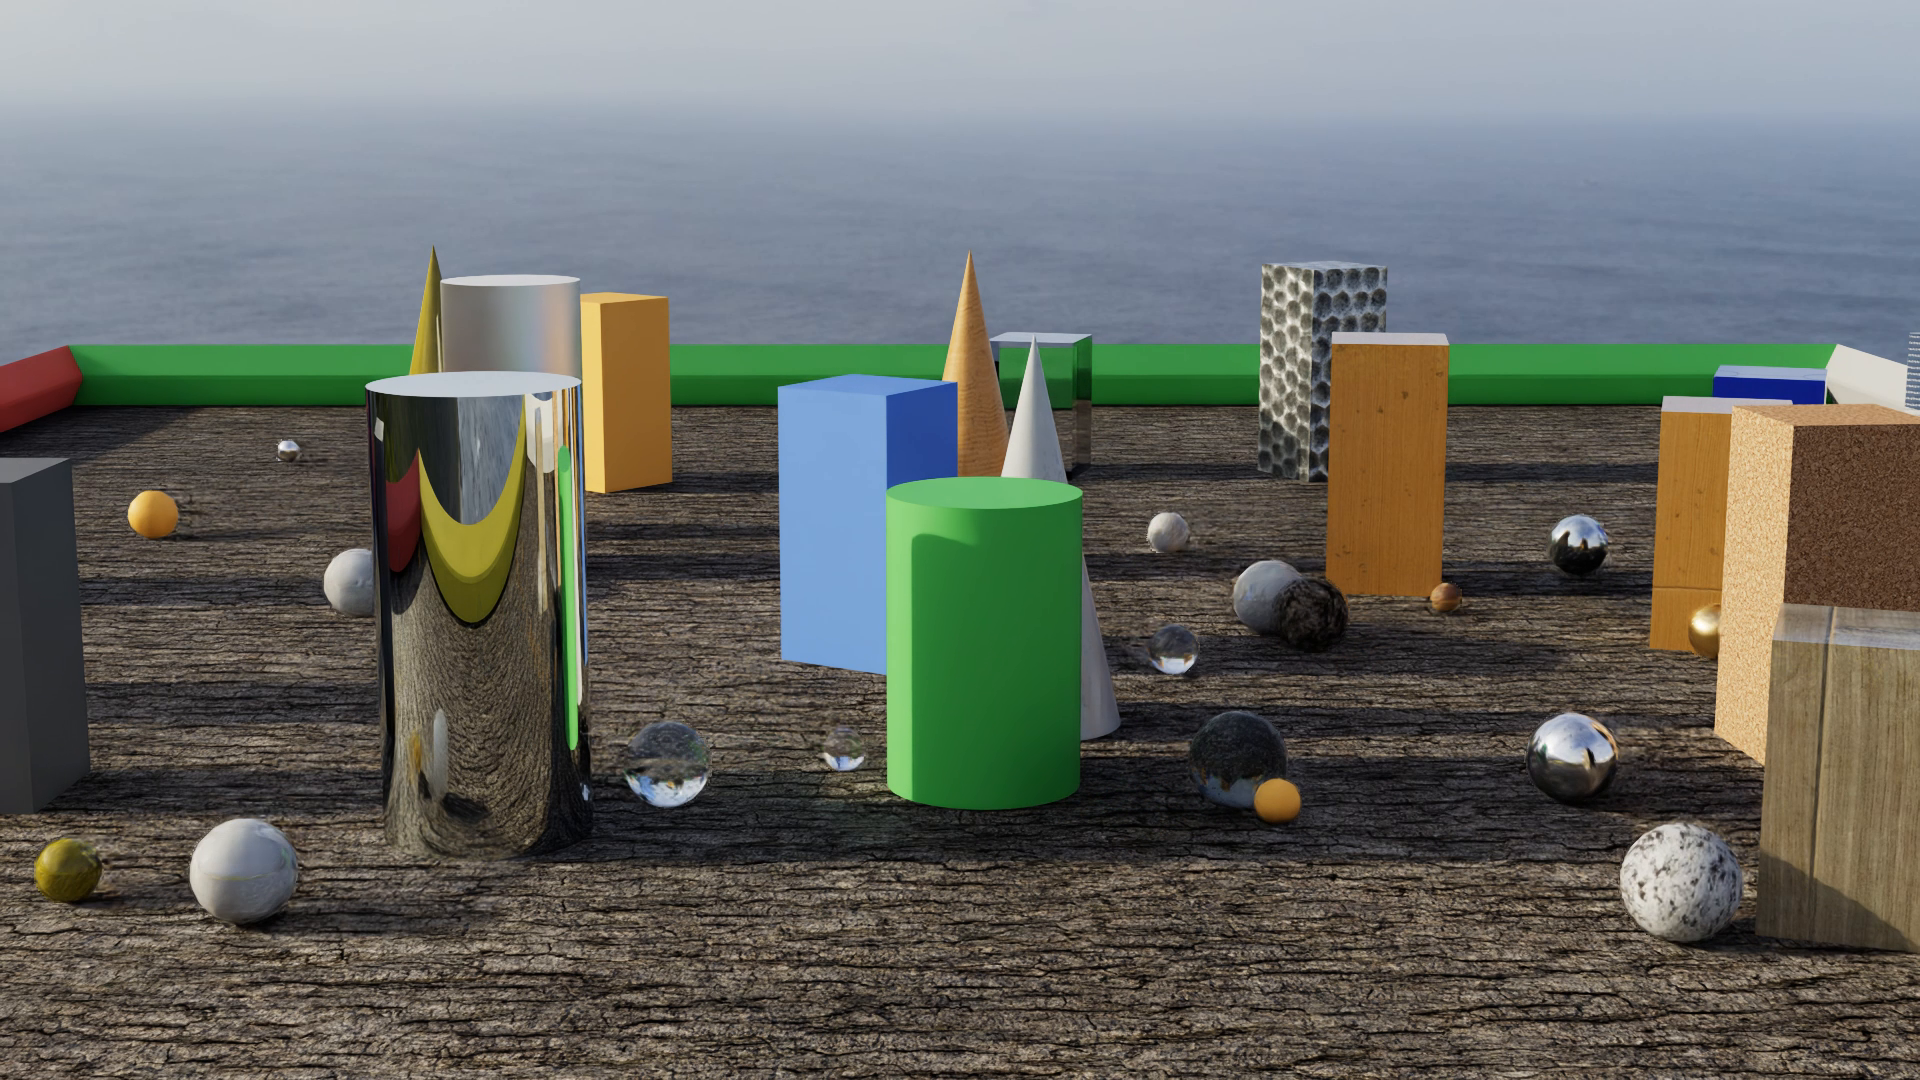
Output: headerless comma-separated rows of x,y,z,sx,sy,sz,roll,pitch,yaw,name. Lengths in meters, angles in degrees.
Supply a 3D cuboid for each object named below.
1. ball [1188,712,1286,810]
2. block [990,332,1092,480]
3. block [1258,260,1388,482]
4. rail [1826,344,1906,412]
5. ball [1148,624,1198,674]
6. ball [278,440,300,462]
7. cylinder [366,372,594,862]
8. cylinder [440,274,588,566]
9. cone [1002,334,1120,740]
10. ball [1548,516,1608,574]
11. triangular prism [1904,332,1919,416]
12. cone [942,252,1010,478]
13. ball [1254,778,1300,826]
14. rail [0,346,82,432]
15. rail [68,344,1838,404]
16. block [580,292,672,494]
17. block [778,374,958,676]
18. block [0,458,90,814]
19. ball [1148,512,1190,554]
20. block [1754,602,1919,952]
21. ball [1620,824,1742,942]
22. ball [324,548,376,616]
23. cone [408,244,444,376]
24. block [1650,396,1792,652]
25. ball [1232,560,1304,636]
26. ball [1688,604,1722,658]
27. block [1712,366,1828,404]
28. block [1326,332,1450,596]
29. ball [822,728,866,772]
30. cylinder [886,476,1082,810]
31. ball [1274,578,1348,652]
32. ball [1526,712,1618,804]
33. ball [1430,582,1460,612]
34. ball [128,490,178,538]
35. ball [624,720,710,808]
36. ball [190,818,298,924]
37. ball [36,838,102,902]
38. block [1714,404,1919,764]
0.275,0.218,2.543,0.097,0.097,0.097,0,10,0,ball
0.143,-0.244,4.635,0.159,0.245,0.159,3,11,15,block
0.650,-0.306,4.611,0.159,0.375,0.159,-5,12,-27,block
1.896,0.031,3.459,0.045,0.129,4.319,0,10,0,rail
0.258,0.133,3.105,0.061,0.061,0.061,0,10,0,ball
-1.249,-0.166,4.773,0.041,0.041,0.041,0,10,0,ball
-0.454,0.067,2.435,0.199,0.433,0.199,0,10,0,cylinder
-0.648,-0.167,3.734,0.199,0.421,0.199,0,10,0,cylinder
0.081,-0.012,2.846,0.199,0.439,0.199,0,10,0,cone
0.895,0.007,3.715,0.086,0.086,0.086,0,10,0,ball
1.466,-0.121,3.677,0.149,0.350,0.172,-9,14,-41,triangular prism
0.015,-0.193,3.746,0.199,0.467,0.199,0,10,0,cone
0.308,0.254,2.491,0.045,0.045,0.045,0,10,0,ball
-1.896,0.035,3.438,0.045,0.129,4.319,0,10,0,rail
-0.012,-0.355,5.549,3.839,0.129,0.045,0,10,0,rail
-0.622,-0.262,4.506,0.159,0.327,0.159,9,14,40,block
-0.112,-0.024,3.181,0.159,0.340,0.159,7,12,32,block
-0.990,0.093,2.577,0.159,0.331,0.159,0,10,1,block
0.315,-0.011,3.878,0.062,0.062,0.062,0,10,0,ball
0.776,0.200,2.201,0.159,0.256,0.159,4,11,20,block
0.606,0.288,2.158,0.099,0.099,0.099,0,10,0,ball
-0.805,0.057,3.433,0.091,0.091,0.091,0,10,0,ball
-0.817,-0.237,4.018,0.199,0.454,0.199,0,10,0,cone
0.971,-0.021,3.272,0.159,0.303,0.159,3,11,16,block
0.402,0.074,3.317,0.098,0.098,0.098,0,10,0,ball
0.939,0.114,3.187,0.067,0.067,0.067,0,10,0,ball
1.231,-0.122,3.914,0.159,0.267,0.159,4,11,19,block
0.600,-0.110,3.619,0.159,0.350,0.159,2,11,8,block
-0.121,0.219,2.681,0.045,0.045,0.045,0,10,0,ball
0.025,0.101,2.613,0.199,0.303,0.199,0,10,0,cylinder
0.442,0.094,3.229,0.092,0.092,0.092,0,10,0,ball
0.612,0.218,2.564,0.090,0.090,0.090,0,10,0,ball
0.654,0.078,3.458,0.040,0.040,0.040,0,10,0,ball
-1.257,-0.040,3.996,0.075,0.075,0.075,0,10,0,ball
-0.291,0.223,2.549,0.086,0.086,0.086,0,10,0,ball
-0.615,0.284,2.204,0.090,0.090,0.090,0,10,0,ball
-0.786,0.291,2.263,0.056,0.056,0.056,0,10,0,ball
0.921,0.047,2.733,0.159,0.364,0.159,-1,11,-6,block
